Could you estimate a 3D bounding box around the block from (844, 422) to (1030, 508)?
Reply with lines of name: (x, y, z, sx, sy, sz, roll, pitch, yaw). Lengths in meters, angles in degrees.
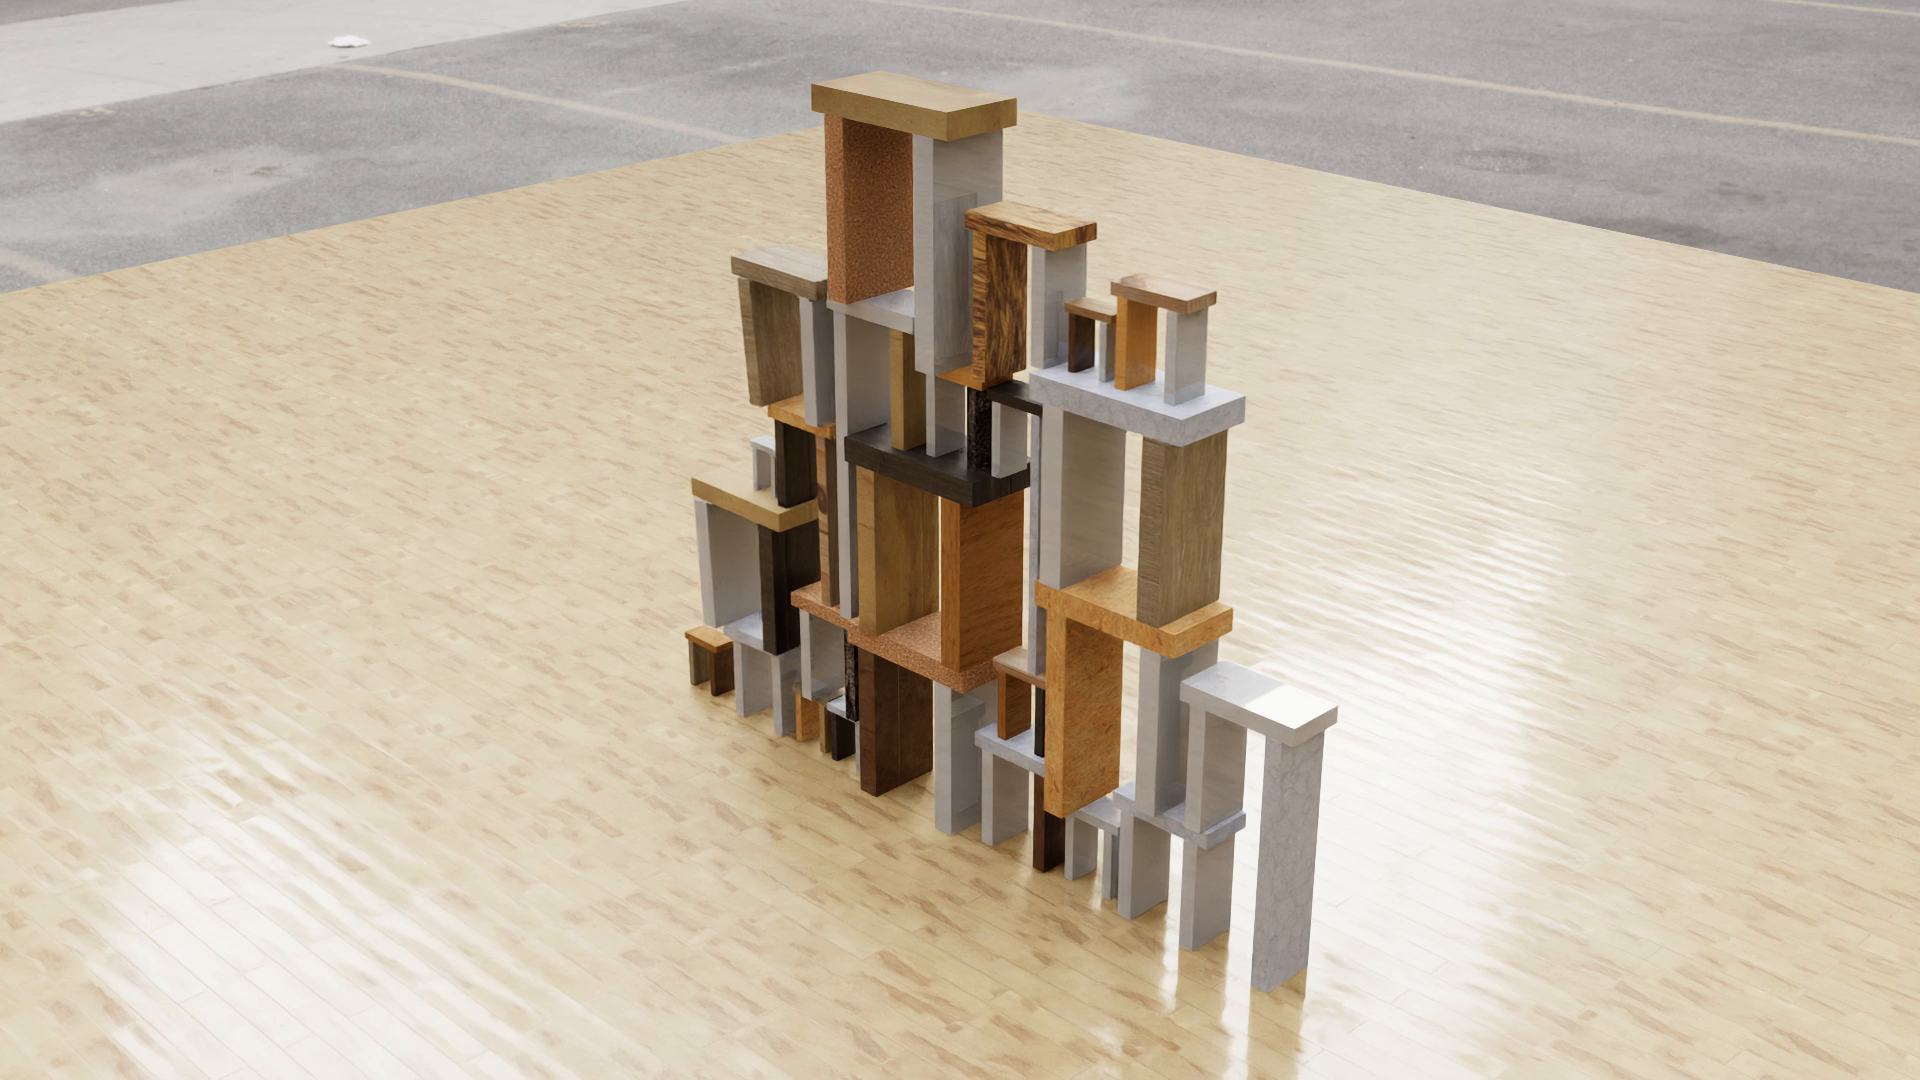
block: (-0.039, -0.153, 4.203, 0.349, 0.049, 0.175, 21, 31, 41)

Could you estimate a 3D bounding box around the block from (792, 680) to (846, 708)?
block: (-0.299, 0.324, 4.687, 0.113, 0.016, 0.057, 21, 31, 41)

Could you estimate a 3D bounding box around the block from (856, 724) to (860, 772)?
block: (-0.192, 0.427, 4.608, 0.016, 0.113, 0.057, 21, 31, 41)

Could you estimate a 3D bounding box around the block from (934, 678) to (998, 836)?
block: (0.024, 0.409, 4.377, 0.047, 0.328, 0.164, 21, 31, 41)

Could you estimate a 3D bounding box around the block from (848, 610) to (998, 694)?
block: (-0.053, 0.206, 4.374, 0.328, 0.047, 0.164, 21, 31, 41)

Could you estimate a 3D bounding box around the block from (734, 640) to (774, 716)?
block: (-0.451, 0.286, 4.842, 0.027, 0.190, 0.095, 22, 31, 40)

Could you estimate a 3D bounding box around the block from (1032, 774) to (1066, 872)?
block: (0.188, 0.529, 4.248, 0.029, 0.208, 0.104, 21, 31, 41)

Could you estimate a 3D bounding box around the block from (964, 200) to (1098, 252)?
block: (0.123, -0.553, 3.860, 0.109, 0.031, 0.218, -21, 31, -40)

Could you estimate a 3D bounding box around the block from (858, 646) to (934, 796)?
block: (-0.131, 0.348, 4.519, 0.047, 0.328, 0.164, 21, 31, 41)

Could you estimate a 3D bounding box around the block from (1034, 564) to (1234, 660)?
block: (0.309, 0.117, 3.939, 0.327, 0.046, 0.163, 21, 31, 40)

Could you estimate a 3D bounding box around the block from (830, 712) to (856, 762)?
block: (-0.246, 0.407, 4.657, 0.016, 0.113, 0.057, 21, 31, 41)

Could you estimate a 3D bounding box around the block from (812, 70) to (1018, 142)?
block: (-0.086, -0.788, 3.978, 0.353, 0.050, 0.176, 21, 31, 41)

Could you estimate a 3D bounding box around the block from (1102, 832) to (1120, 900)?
block: (0.302, 0.602, 4.157, 0.020, 0.144, 0.072, 21, 31, 41)

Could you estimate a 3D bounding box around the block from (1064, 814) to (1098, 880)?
block: (0.234, 0.576, 4.220, 0.020, 0.144, 0.072, 21, 31, 41)

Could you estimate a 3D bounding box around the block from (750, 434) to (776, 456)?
block: (-0.390, -0.195, 4.564, 0.046, 0.013, 0.092, -19, 30, -40)

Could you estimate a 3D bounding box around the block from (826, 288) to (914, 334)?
block: (-0.130, -0.445, 4.178, 0.118, 0.034, 0.237, -21, 31, -41)

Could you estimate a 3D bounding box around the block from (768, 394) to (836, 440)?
block: (-0.290, -0.250, 4.428, 0.189, 0.027, 0.095, 21, 31, 41)

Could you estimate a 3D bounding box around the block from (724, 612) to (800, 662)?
block: (-0.411, 0.206, 4.754, 0.190, 0.027, 0.095, 19, 30, 38)

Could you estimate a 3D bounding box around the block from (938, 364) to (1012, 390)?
block: (0.012, -0.315, 4.078, 0.081, 0.023, 0.162, -21, 31, -41)

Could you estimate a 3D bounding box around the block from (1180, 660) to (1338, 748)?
block: (0.512, 0.279, 3.780, 0.246, 0.035, 0.123, 21, 31, 41)

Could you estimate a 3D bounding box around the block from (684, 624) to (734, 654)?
block: (-0.560, 0.221, 4.933, 0.112, 0.016, 0.056, 21, 31, 41)

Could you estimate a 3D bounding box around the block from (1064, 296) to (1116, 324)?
block: (0.238, -0.397, 3.795, 0.107, 0.015, 0.054, 21, 31, 40)

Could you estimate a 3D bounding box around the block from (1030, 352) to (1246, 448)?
block: (0.304, -0.246, 3.797, 0.343, 0.049, 0.171, 21, 31, 40)

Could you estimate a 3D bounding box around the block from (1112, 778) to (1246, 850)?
block: (0.398, 0.489, 3.999, 0.222, 0.031, 0.111, 21, 31, 41)

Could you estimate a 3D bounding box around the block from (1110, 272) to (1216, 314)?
block: (0.340, -0.414, 3.683, 0.163, 0.023, 0.081, 21, 31, 40)

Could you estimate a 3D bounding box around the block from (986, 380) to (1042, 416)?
block: (0.126, -0.257, 3.982, 0.073, 0.021, 0.147, -21, 31, -40)

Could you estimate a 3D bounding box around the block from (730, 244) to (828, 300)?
block: (-0.319, -0.531, 4.337, 0.131, 0.037, 0.262, -21, 30, -39)

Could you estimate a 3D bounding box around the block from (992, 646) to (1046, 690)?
block: (0.140, 0.244, 4.178, 0.146, 0.021, 0.073, 21, 31, 41)

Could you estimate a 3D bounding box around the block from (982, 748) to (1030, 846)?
block: (0.090, 0.491, 4.338, 0.029, 0.208, 0.104, 21, 31, 41)

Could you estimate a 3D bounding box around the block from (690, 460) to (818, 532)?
block: (-0.419, -0.095, 4.634, 0.145, 0.041, 0.290, -21, 31, -40)

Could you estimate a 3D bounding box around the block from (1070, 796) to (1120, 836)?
block: (0.266, 0.513, 4.156, 0.144, 0.020, 0.072, 21, 31, 40)

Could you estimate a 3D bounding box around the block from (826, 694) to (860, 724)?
block: (-0.219, 0.357, 4.607, 0.113, 0.016, 0.057, 21, 31, 40)

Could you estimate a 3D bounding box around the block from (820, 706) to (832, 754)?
block: (-0.272, 0.394, 4.688, 0.016, 0.113, 0.057, 21, 31, 41)

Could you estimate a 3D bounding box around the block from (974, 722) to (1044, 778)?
block: (0.139, 0.400, 4.247, 0.208, 0.029, 0.104, 21, 31, 41)

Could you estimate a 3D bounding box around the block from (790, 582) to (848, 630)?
block: (-0.243, 0.135, 4.547, 0.205, 0.029, 0.103, 21, 31, 41)

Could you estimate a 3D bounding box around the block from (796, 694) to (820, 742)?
block: (-0.326, 0.373, 4.737, 0.016, 0.113, 0.057, 21, 31, 41)

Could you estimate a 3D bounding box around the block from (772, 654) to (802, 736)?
block: (-0.361, 0.320, 4.764, 0.027, 0.190, 0.095, 21, 31, 40)
